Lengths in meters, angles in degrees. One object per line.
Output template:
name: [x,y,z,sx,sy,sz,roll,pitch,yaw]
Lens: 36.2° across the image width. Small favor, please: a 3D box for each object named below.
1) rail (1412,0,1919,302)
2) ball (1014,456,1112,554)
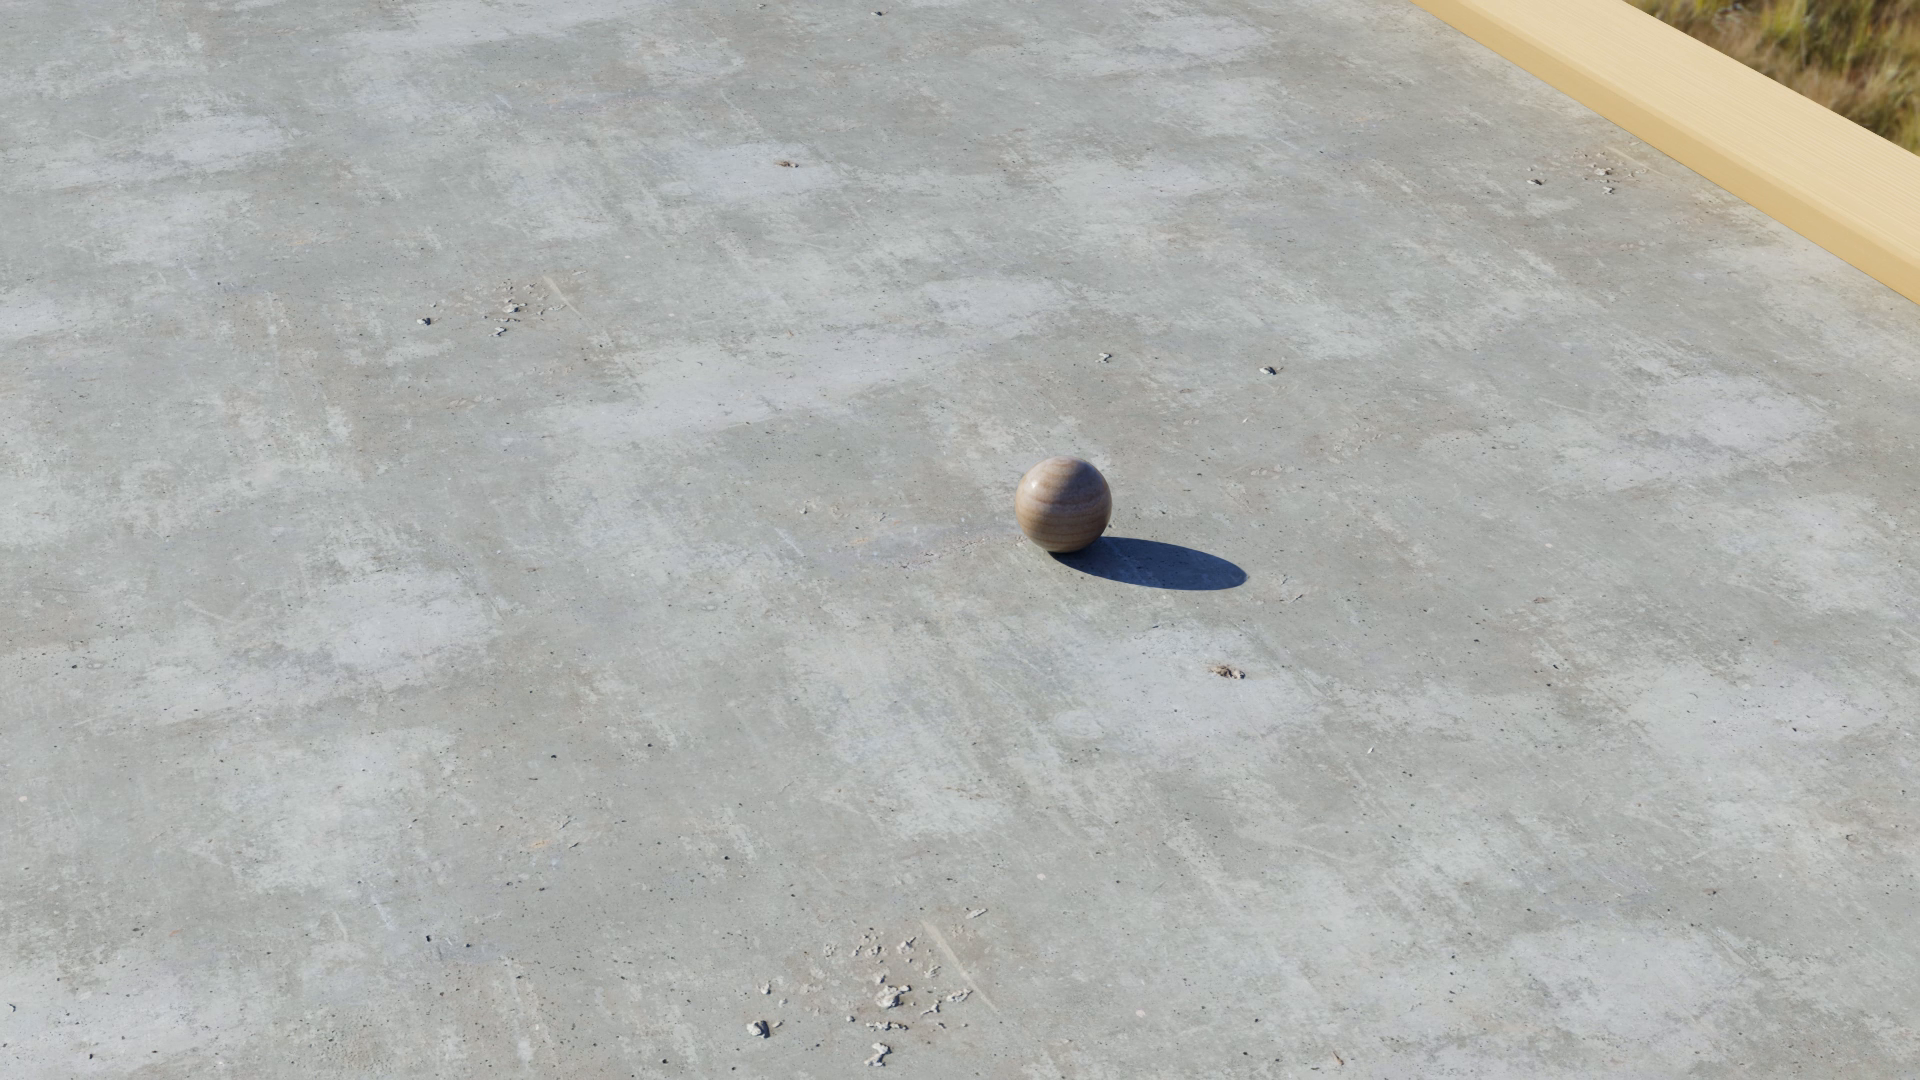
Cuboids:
rail: [0.555,-0.505,2.879,0.045,0.115,3.334,-9,28,-17]
ball: [0.070,-0.024,1.982,0.066,0.066,0.066,0,27,0]
